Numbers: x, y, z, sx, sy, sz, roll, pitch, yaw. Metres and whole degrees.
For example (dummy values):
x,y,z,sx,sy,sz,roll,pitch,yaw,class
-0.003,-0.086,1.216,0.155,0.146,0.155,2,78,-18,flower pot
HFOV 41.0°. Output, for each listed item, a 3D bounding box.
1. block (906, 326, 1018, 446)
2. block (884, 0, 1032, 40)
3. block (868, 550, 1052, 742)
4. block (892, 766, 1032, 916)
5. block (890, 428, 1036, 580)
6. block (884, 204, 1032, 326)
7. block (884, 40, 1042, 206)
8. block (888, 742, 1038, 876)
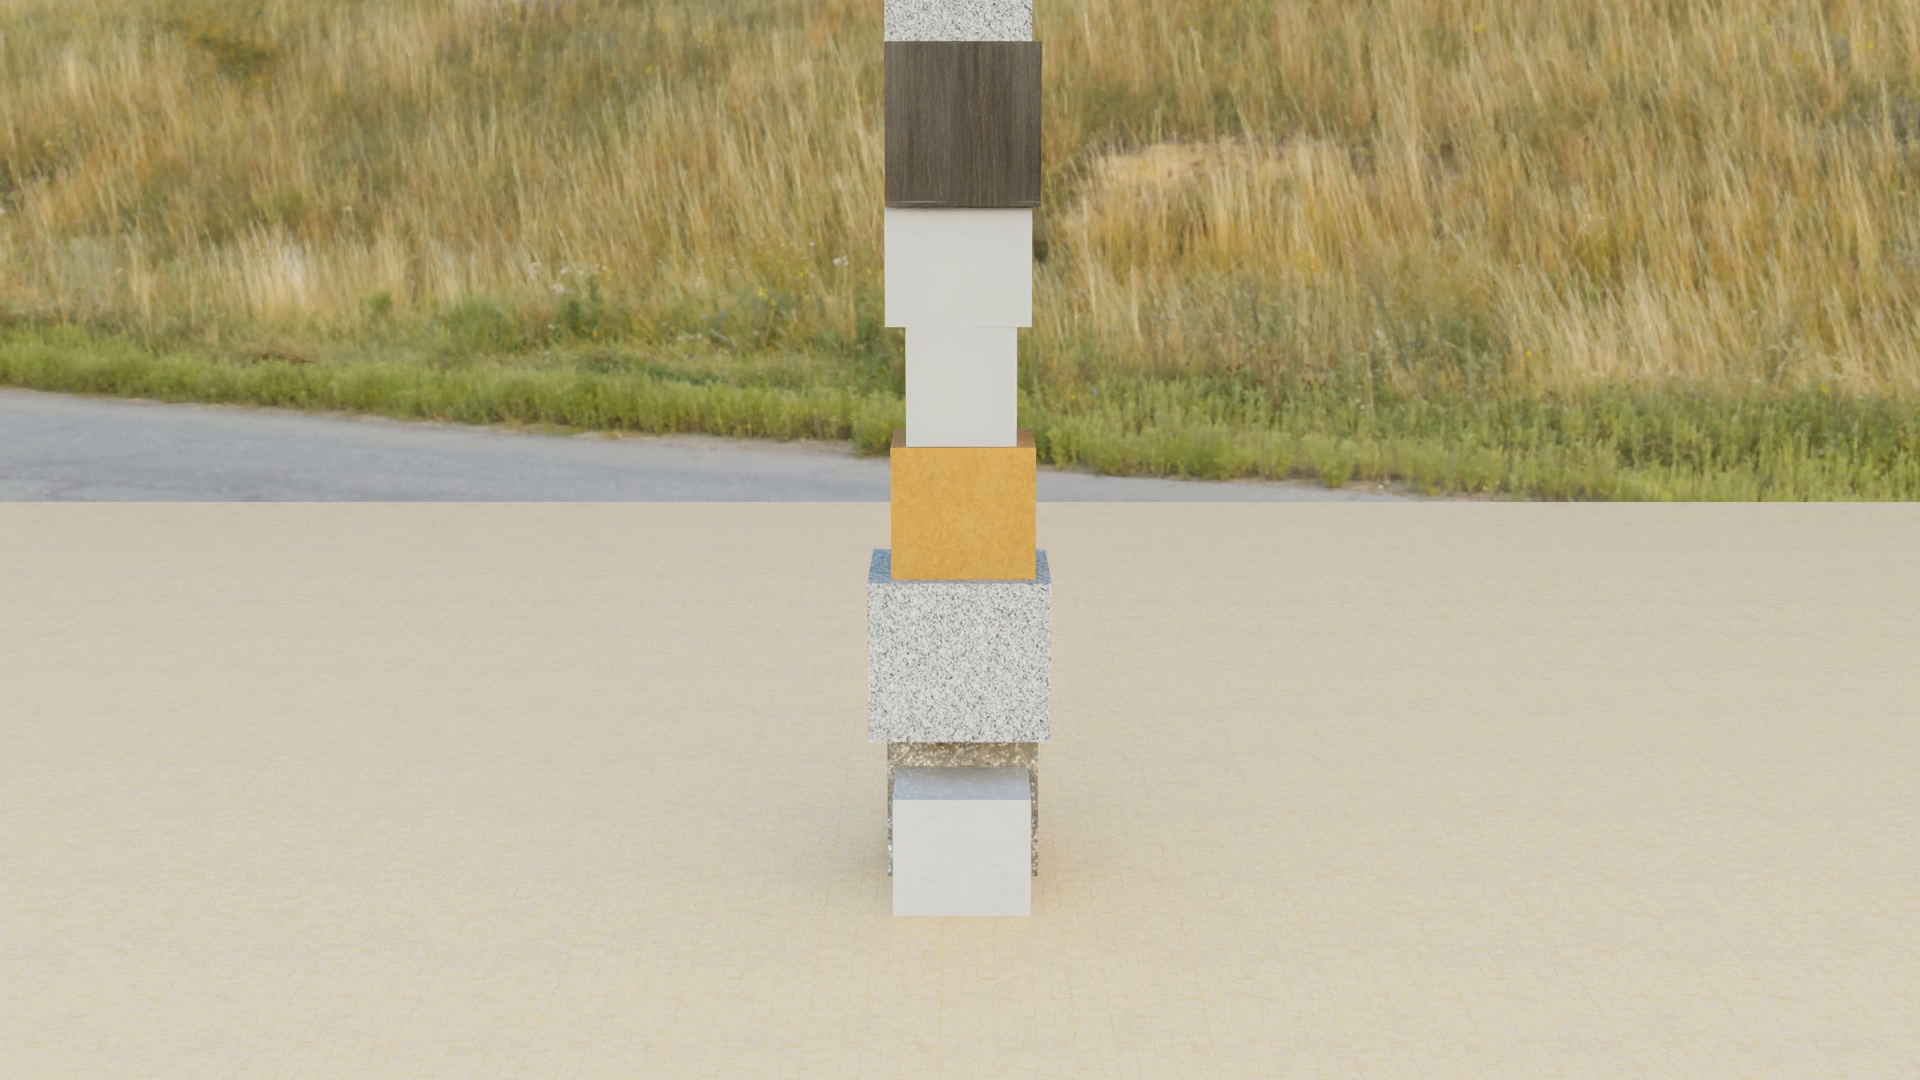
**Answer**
x,y,z,sx,sy,sz,roll,pitch,yaw,class
0.006,-0.691,11.055,0.467,0.507,0.518,0,10,0,block
-0.007,-2.343,10.754,0.605,0.500,0.579,0,10,0,block
-0.003,0.452,11.262,0.777,0.688,0.796,0,10,0,block
0.008,1.291,11.052,0.581,0.506,0.530,0,10,0,block
0.014,-0.164,11.150,0.614,0.564,0.604,0,10,0,block
-0.007,-1.188,10.964,0.614,0.504,0.536,0,10,0,block
0.012,-1.766,10.859,0.644,0.671,0.665,0,10,0,block
0.012,1.085,11.652,0.663,0.697,0.704,0,10,0,block
